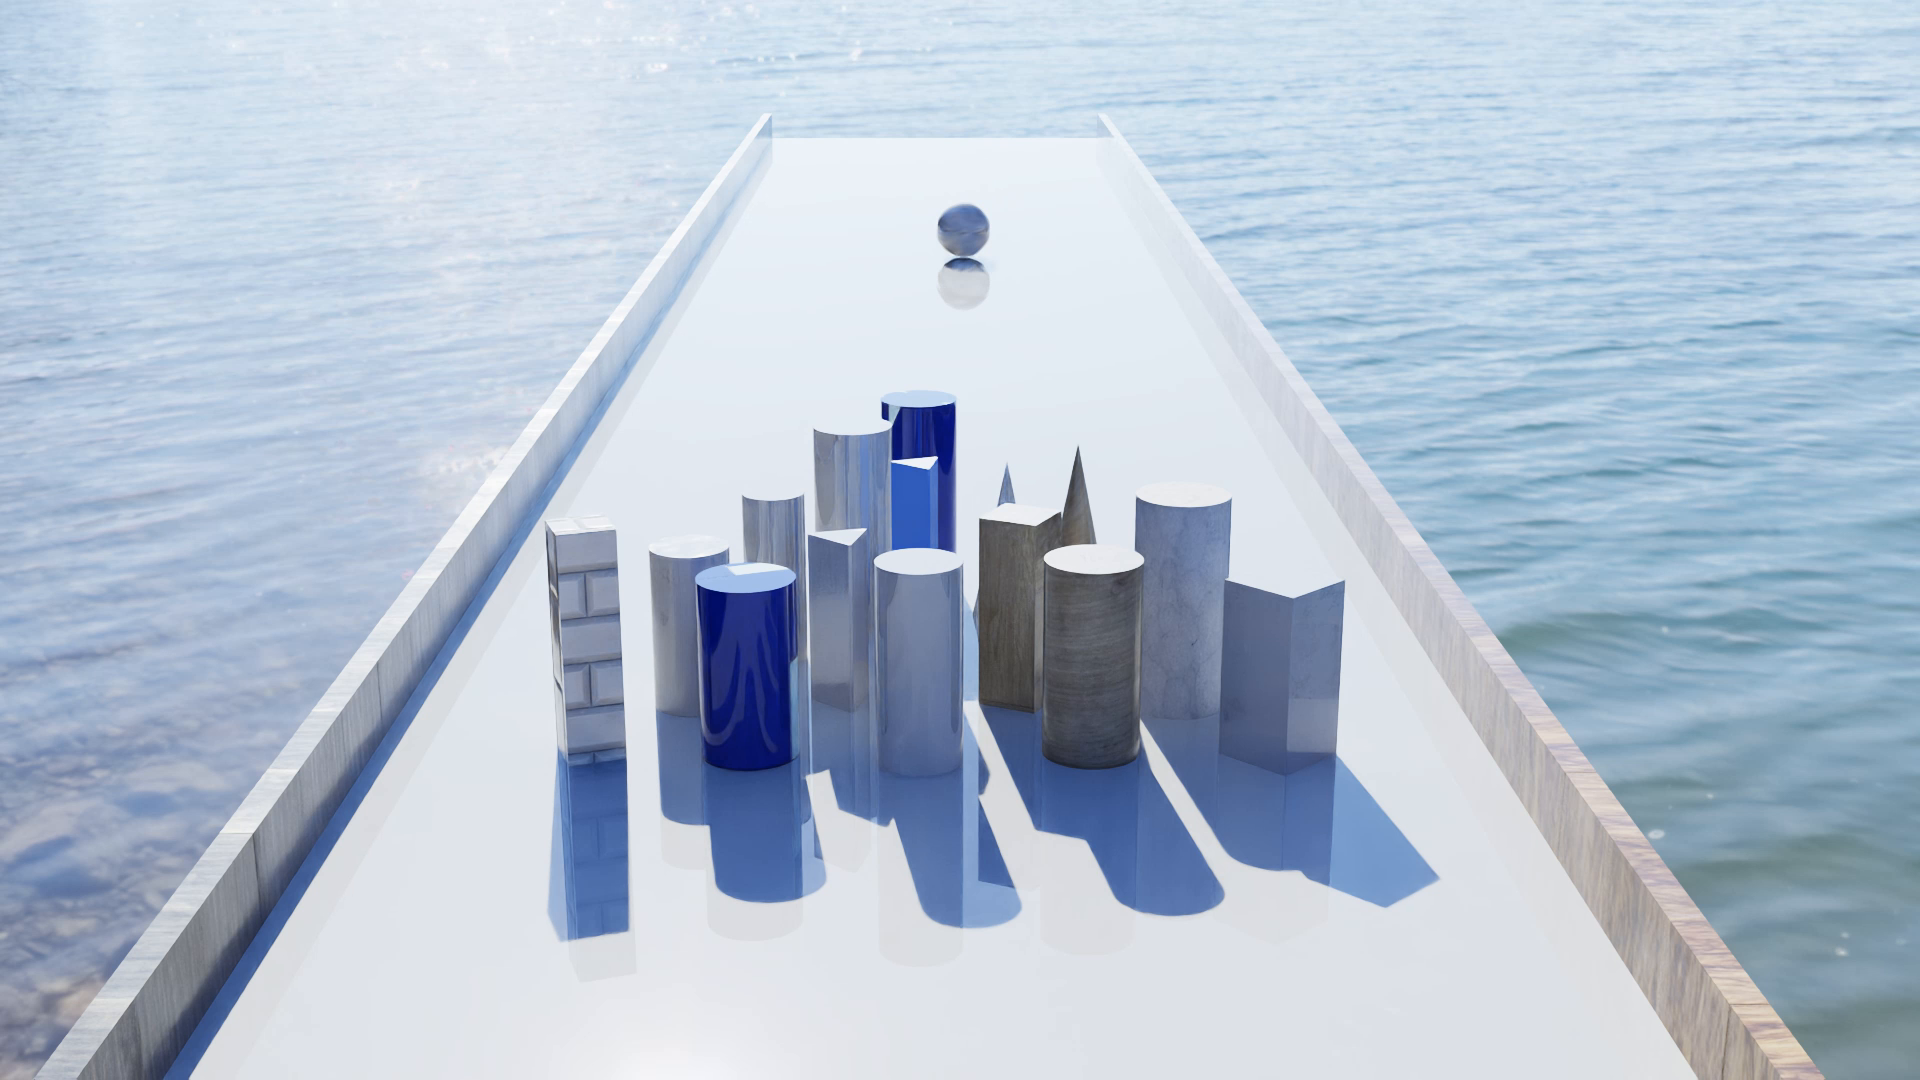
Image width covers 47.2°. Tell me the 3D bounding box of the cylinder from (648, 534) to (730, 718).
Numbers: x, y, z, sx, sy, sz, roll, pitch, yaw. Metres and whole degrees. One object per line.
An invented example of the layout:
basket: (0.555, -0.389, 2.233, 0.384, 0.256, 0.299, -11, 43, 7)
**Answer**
cylinder: (-0.505, 0.161, 4.140, 0.150, 0.312, 0.150, 0, 17, 0)

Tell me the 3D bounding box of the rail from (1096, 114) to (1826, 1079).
rail: (0.932, -0.844, 7.801, 0.050, 0.150, 12.000, 0, 17, -1)

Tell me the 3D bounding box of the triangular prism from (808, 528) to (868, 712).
triangular prism: (-0.210, 0.146, 4.158, 0.112, 0.329, 0.097, 15, 22, 41)

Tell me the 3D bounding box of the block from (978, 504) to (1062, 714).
block: (0.113, 0.128, 4.152, 0.116, 0.368, 0.116, 8, 18, 25)

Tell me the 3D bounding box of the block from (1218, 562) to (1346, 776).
block: (0.569, 0.226, 3.894, 0.149, 0.327, 0.149, -16, 23, -42)

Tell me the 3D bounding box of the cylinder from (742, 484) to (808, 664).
cylinder: (-0.368, 0.072, 4.379, 0.124, 0.346, 0.124, 0, 17, 0)

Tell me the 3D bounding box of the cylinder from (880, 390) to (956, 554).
cylinder: (-0.090, -0.108, 4.853, 0.167, 0.419, 0.167, 0, 17, 0)

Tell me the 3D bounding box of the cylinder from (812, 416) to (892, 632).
cylinder: (-0.222, -0.034, 4.599, 0.164, 0.423, 0.164, 0, 17, 0)

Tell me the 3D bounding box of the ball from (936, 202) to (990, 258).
ball: (0.015, -1.297, 9.186, 0.229, 0.229, 0.229, 0, 17, 0)

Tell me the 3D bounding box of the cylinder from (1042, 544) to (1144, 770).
cylinder: (0.234, 0.206, 3.900, 0.175, 0.361, 0.175, 0, 17, 0)

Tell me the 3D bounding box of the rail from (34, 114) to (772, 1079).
rail: (-1.118, -0.838, 7.780, 0.050, 0.150, 12.000, 0, 17, -1)

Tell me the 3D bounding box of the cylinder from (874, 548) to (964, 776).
cylinder: (-0.072, 0.213, 3.862, 0.155, 0.369, 0.155, 0, 17, 0)

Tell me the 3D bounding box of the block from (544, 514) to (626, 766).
block: (-0.661, 0.177, 3.887, 0.105, 0.425, 0.105, -6, 18, -20)

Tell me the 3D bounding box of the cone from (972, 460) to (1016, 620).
cone: (0.098, -0.003, 4.641, 0.144, 0.340, 0.144, 0, 17, 0)

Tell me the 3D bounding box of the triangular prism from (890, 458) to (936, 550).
triangular prism: (-0.072, 0.039, 4.381, 0.096, 0.406, 0.083, 13, 21, 37)

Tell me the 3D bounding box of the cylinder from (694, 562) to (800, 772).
cylinder: (-0.376, 0.223, 3.899, 0.176, 0.329, 0.176, 0, 17, 0)

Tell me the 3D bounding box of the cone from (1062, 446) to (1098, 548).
cone: (0.233, 0.019, 4.392, 0.174, 0.440, 0.174, 0, 17, 0)

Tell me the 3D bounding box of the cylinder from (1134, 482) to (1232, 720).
cylinder: (0.414, 0.113, 4.124, 0.177, 0.413, 0.177, 0, 17, 0)
